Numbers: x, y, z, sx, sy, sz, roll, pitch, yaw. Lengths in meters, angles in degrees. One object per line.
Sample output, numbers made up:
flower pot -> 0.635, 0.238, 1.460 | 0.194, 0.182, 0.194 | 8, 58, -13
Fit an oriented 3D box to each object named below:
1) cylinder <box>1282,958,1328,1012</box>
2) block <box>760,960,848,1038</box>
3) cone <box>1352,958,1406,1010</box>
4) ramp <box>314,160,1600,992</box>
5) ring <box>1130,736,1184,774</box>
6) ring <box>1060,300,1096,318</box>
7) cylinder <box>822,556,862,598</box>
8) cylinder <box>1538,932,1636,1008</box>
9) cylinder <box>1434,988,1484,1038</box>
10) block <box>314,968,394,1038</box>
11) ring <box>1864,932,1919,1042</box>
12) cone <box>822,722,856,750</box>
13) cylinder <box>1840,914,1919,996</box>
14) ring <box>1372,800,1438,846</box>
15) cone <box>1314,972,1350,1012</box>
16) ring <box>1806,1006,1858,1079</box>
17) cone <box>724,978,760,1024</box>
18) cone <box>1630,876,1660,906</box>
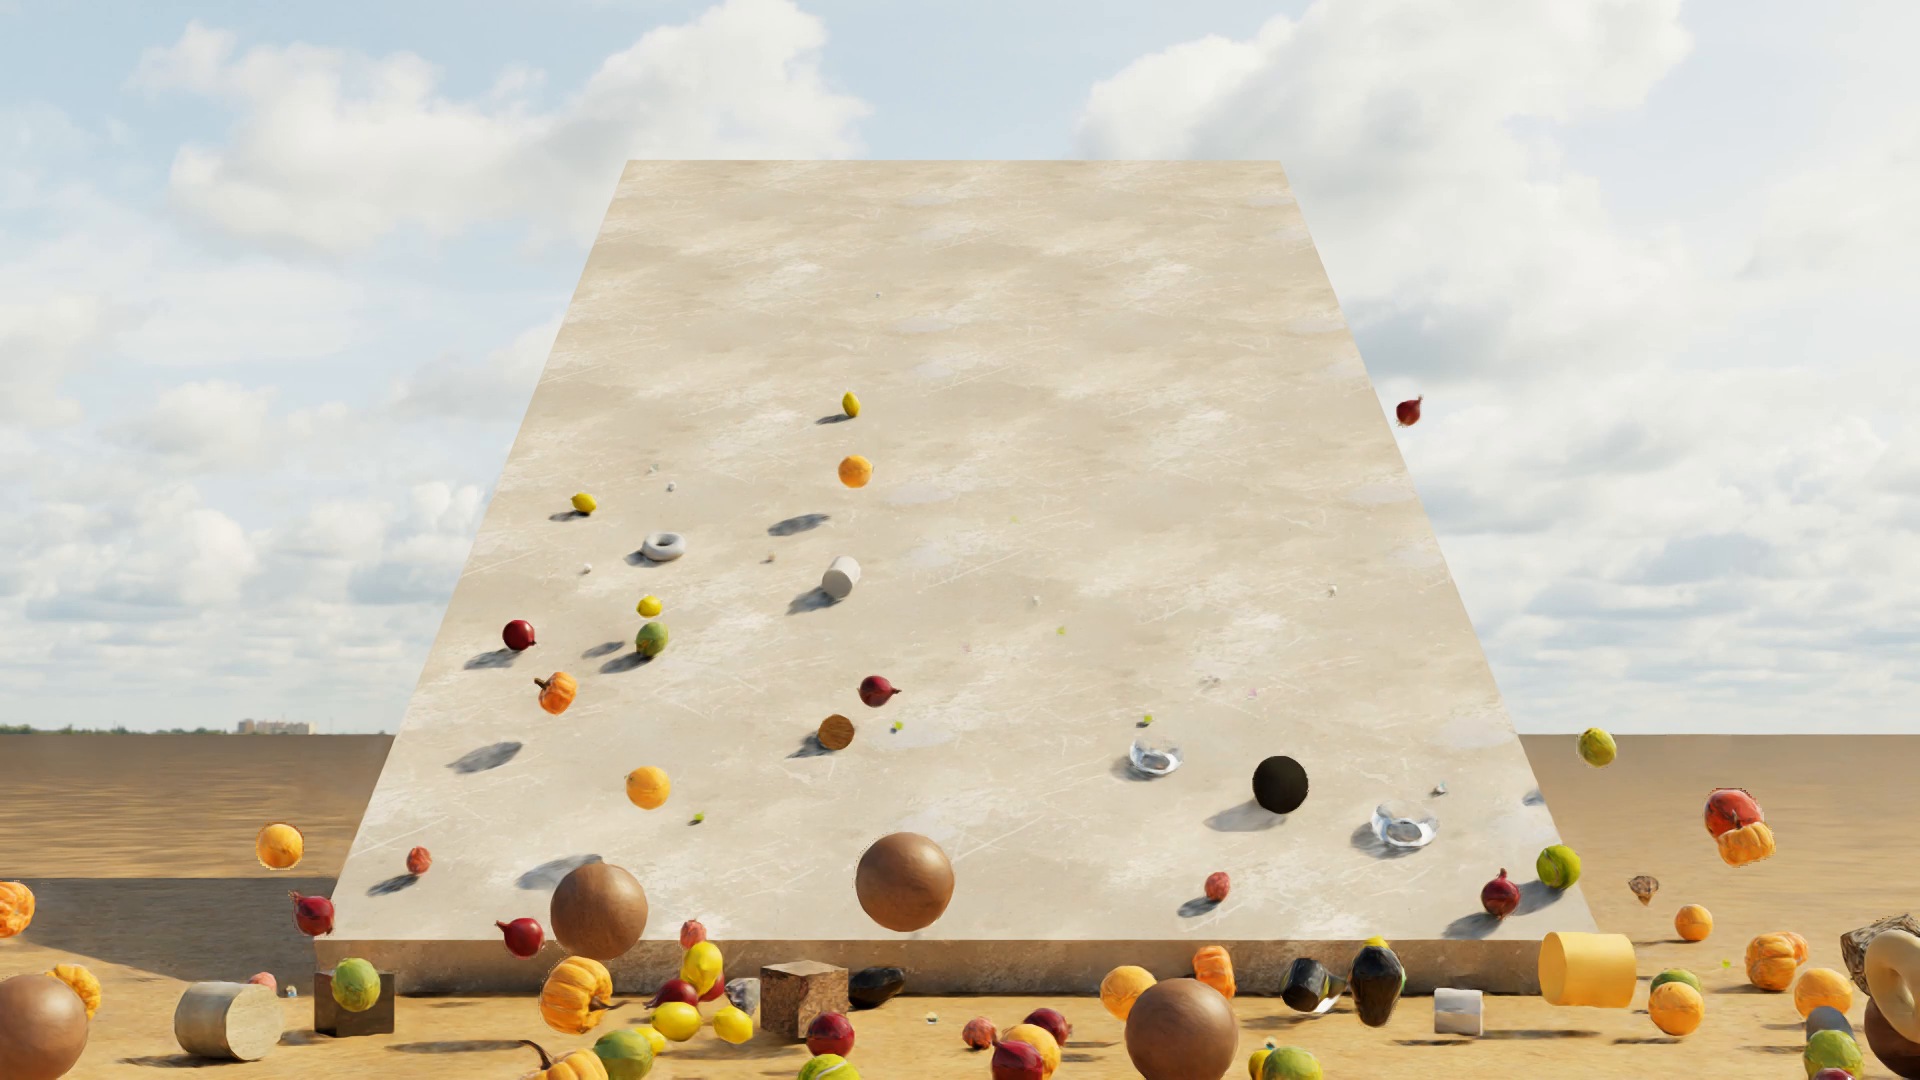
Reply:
cylinder -> 0.480, 0.620, 3.292 | 0.053, 0.053, 0.053 | -2, 37, 25
block -> -0.208, 0.612, 3.153 | 0.083, 0.083, 0.083 | 1, 0, -43
cone -> 0.594, 0.630, 3.455 | 0.082, 0.082, 0.082 | -5, -38, 47
ramp -> -0.010, -0.228, 5.482 | 2.000, 0.100, 4.000 | 0, 27, 0
ring -> 0.343, 0.374, 4.131 | 0.095, 0.032, 0.095 | 3, 29, -1
ring -> 0.302, -0.590, 6.072 | 0.093, 0.031, 0.093 | 9, -10, 2
cylinder -> -0.236, 0.073, 4.695 | 0.063, 0.063, 0.063 | -1, 25, 17
cylinder -> 0.856, 0.587, 3.229 | 0.099, 0.099, 0.099 | 4, -5, -7
cylinder -> 0.659, 0.624, 3.126 | 0.060, 0.060, 0.060 | 3, -3, 18
block -> -0.825, 0.630, 3.221 | 0.081, 0.081, 0.081 | 3, -6, -37
ring -> 1.078, 0.507, 2.682 | 0.045, 0.135, 0.135 | -20, -1, -11
cone -> -0.221, 0.339, 4.201 | 0.062, 0.062, 0.062 | 1, 17, -16
cylinder -> 1.296, 0.580, 3.308 | 0.089, 0.089, 0.089 | -18, -4, -1
ring -> 0.741, 0.471, 3.934 | 0.111, 0.037, 0.111 | 1, 28, 0
cone -> 0.538, 0.640, 3.395 | 0.067, 0.067, 0.067 | 4, -20, -39
ring -> 0.980, 0.569, 2.658 | 0.031, 0.092, 0.092 | -8, -4, -3
cone -> -0.299, 0.653, 3.303 | 0.059, 0.059, 0.059 | -4, -46, -4
cone -> 1.223, 0.635, 4.219 | 0.052, 0.052, 0.052 | -10, 28, 5
